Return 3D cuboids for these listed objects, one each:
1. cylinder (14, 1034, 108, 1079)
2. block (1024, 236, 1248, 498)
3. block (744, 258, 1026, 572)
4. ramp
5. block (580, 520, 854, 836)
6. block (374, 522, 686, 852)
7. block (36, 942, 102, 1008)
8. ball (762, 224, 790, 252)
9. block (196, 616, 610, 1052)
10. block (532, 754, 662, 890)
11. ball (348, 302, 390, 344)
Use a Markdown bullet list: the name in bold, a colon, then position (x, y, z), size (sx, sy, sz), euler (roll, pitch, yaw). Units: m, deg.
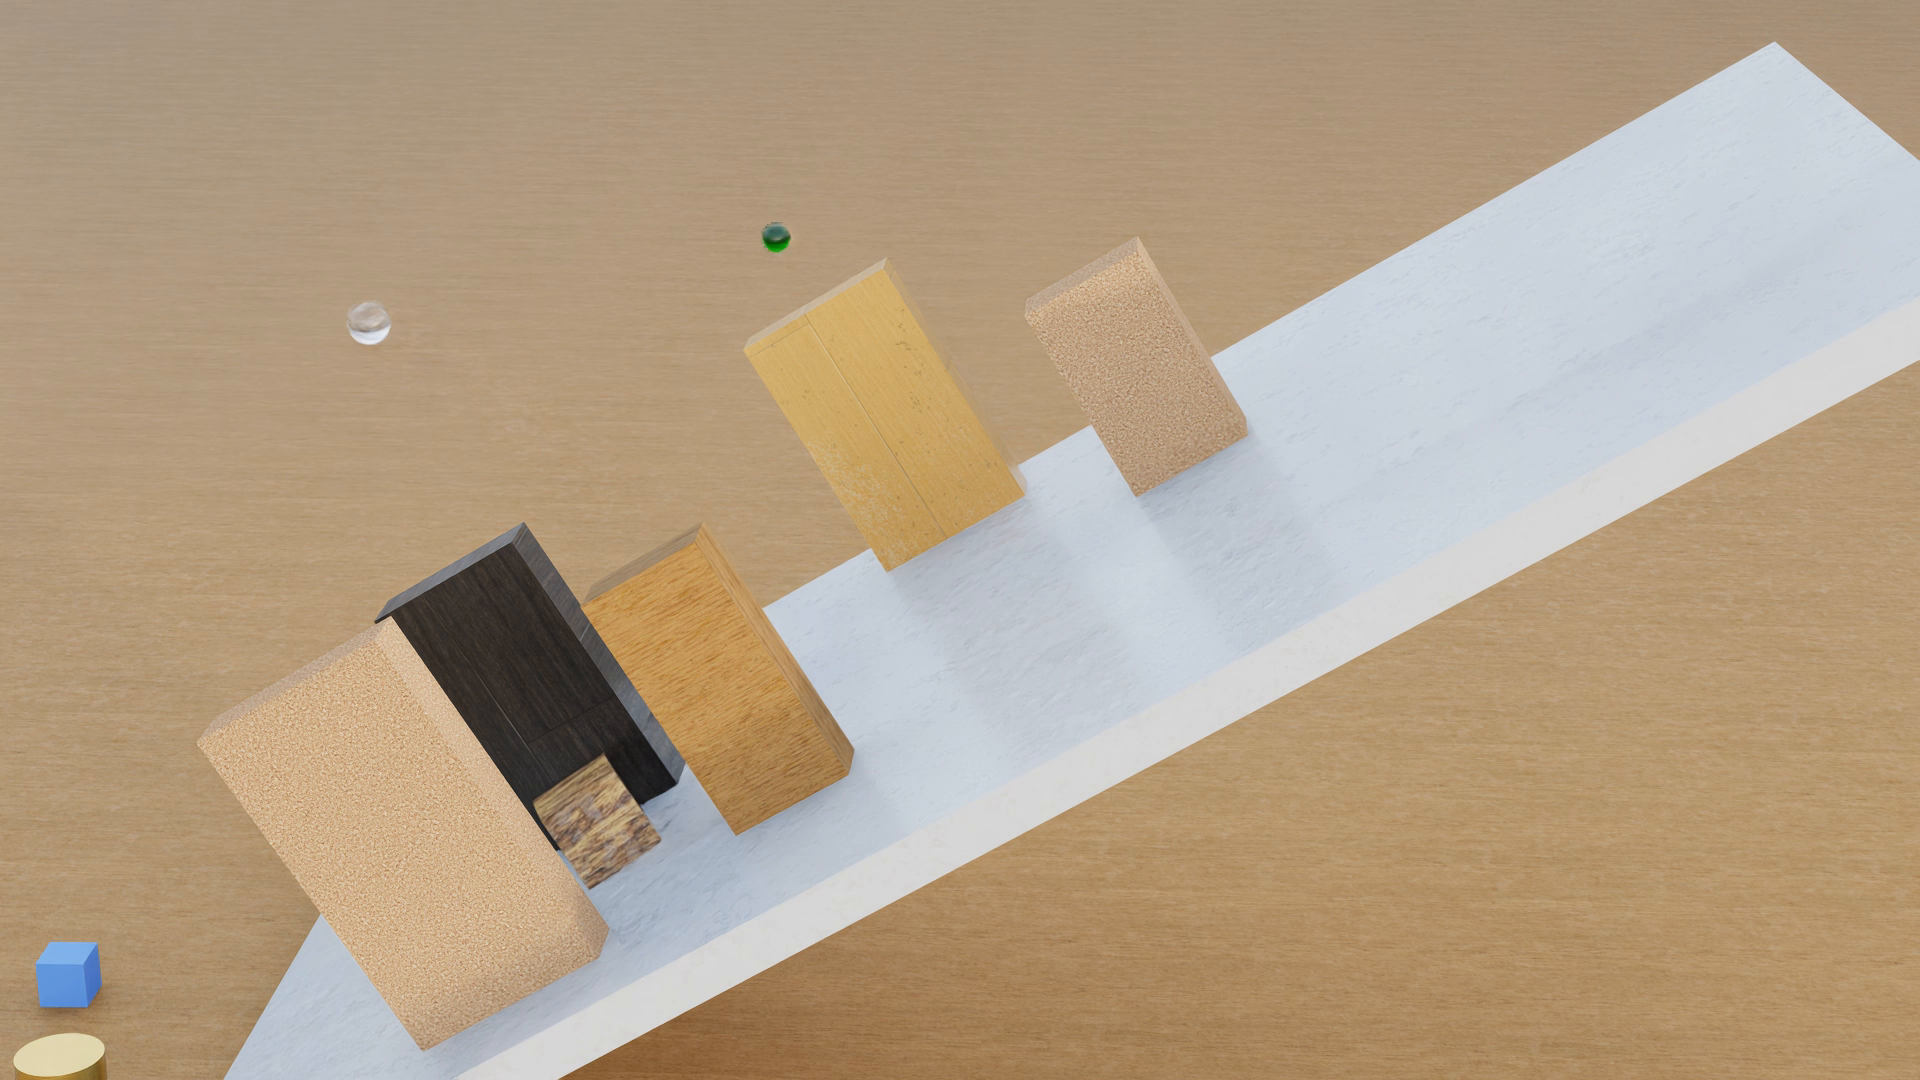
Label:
- **cylinder**: position (-1.934, 1.194, 6.347), size (0.189, 0.189, 0.189), euler (0, 19, 0)
- **block**: position (0.385, -0.377, 6.409), size (0.280, 0.476, 0.141), euler (-29, 15, 13)
- **block**: position (-0.173, -0.292, 6.961), size (0.386, 0.639, 0.109), euler (-29, 15, 13)
- **ramp**: position (0.142, 0.168, 6.288), size (4.000, 0.100, 2.000), euler (-29, 15, 13)
- **block**: position (-0.480, 0.279, 5.884), size (0.269, 0.569, 0.130), euler (-29, 15, 13)
- **block**: position (-0.942, 0.335, 6.481), size (0.364, 0.654, 0.135), euler (-29, 15, 13)
- **block**: position (-2.104, 1.026, 6.946), size (0.112, 0.112, 0.112), euler (0, 19, 1)
- **ball**: position (-0.874, -1.437, 14.003), size (0.130, 0.130, 0.130), euler (0, 19, 0)
- **block**: position (-1.080, 0.581, 5.745), size (0.423, 0.768, 0.126), euler (-29, 15, 13)
- **block**: position (-0.769, 0.594, 6.221), size (0.182, 0.182, 0.182), euler (-34, 15, -7)
- **ball**: position (-2.496, -0.913, 12.423), size (0.178, 0.178, 0.178), euler (0, 19, 0)
